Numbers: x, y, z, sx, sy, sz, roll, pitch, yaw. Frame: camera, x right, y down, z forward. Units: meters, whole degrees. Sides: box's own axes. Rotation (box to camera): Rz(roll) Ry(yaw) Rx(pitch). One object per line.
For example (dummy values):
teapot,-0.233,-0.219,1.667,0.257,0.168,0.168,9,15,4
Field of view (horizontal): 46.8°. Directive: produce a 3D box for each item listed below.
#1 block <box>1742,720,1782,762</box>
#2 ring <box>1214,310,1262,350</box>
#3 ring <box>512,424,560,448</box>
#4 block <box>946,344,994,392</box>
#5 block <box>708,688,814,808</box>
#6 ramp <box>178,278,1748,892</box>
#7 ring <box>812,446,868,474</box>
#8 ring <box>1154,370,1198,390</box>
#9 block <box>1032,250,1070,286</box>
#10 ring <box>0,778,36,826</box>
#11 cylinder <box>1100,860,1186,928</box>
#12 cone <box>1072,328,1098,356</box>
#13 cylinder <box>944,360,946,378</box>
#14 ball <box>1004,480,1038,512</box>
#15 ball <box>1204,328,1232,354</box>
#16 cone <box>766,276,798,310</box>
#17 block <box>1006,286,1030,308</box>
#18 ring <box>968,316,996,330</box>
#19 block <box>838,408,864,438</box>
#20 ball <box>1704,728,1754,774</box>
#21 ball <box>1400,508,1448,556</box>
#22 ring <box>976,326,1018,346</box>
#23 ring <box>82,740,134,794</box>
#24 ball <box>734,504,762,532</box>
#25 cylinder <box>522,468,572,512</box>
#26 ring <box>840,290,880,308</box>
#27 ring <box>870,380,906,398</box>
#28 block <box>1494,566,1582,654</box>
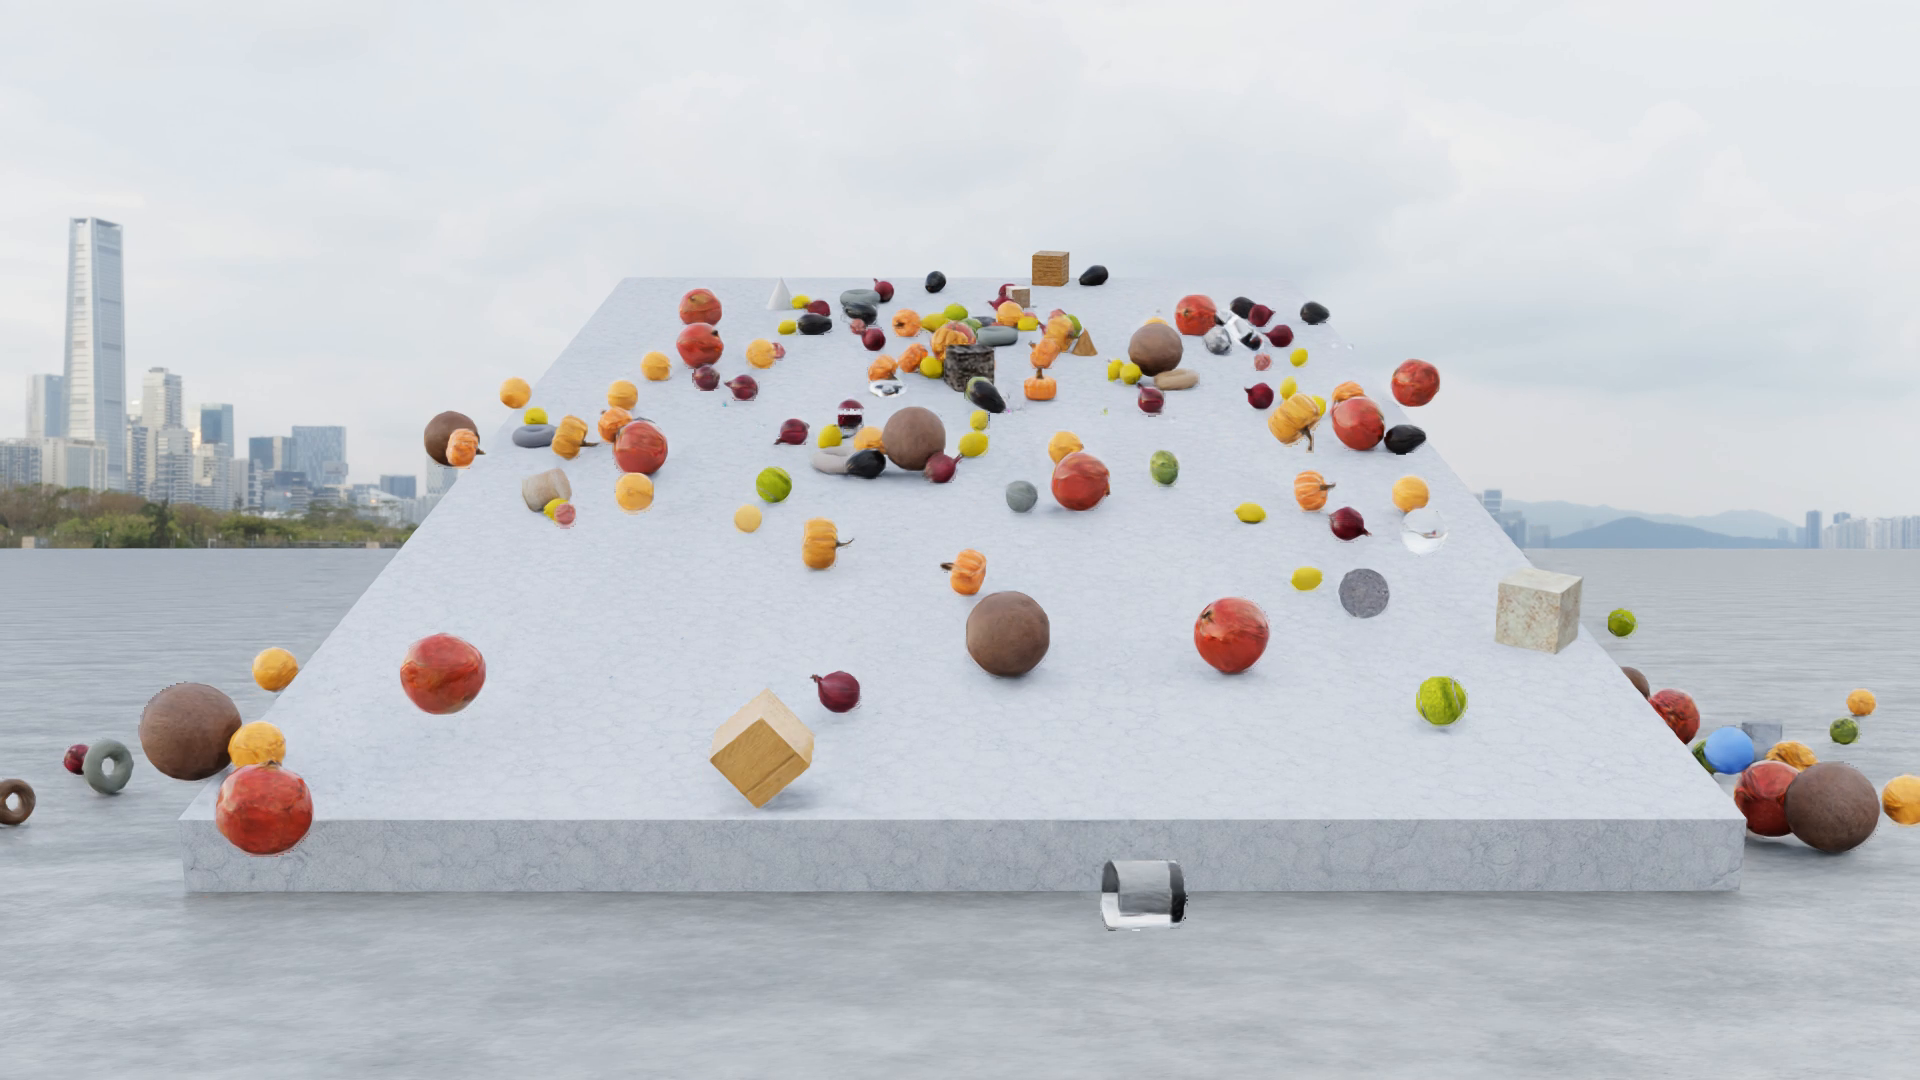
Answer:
block,1.654,0.415,4.571,0.077,0.077,0.077,0,0,22
ring,0.706,-0.532,5.618,0.143,0.048,0.143,37,4,-3
ring,-0.897,-0.220,4.692,0.103,0.034,0.103,-1,17,0
block,0.023,-0.405,5.214,0.092,0.092,0.092,-5,17,-17
block,-0.255,0.269,2.864,0.092,0.092,0.092,-39,15,13
ramp,-0.003,-0.168,4.755,2.000,0.100,4.000,0,17,0
ring,-0.244,-0.161,4.491,0.112,0.037,0.112,1,17,0
ring,0.507,-0.376,5.212,0.106,0.035,0.106,-5,15,1
block,0.268,-0.802,6.548,0.090,0.090,0.090,5,17,17
ring,-1.503,0.415,3.516,0.025,0.075,0.075,-3,-2,36
cylinder,0.210,0.407,2.547,0.077,0.077,0.077,1,0,-13
cone,0.315,-0.502,5.581,0.068,0.068,0.068,0,17,0
cylinder,-0.006,-0.408,5.288,0.054,0.054,0.054,0,0,-20
ball,0.116,-0.083,4.187,0.062,0.062,0.062,0,0,0
ball,0.650,-0.502,5.585,0.067,0.067,0.067,0,0,0
cone,-0.498,-0.691,6.174,0.090,0.090,0.090,0,17,0
block,0.162,-0.680,6.199,0.054,0.054,0.054,-5,17,-16
ring,0.061,-0.579,5.910,0.077,0.026,0.077,3,19,-1
block,-0.235,-0.250,4.762,0.052,0.052,0.052,1,17,2
ball,1.054,0.289,3.035,0.065,0.065,0.065,0,0,0
ball,0.738,-0.014,3.527,0.075,0.075,0.075,0,0,0
ring,0.095,-0.526,5.713,0.114,0.038,0.114,-1,16,0
ring,-1.520,0.404,3.956,0.032,0.097,0.097,-4,-2,32
ball,-0.388,-0.039,4.057,0.051,0.051,0.051,0,0,0
cylinder,-0.780,-0.095,4.177,0.068,0.068,0.068,-17,-5,15
ring,-0.280,-0.678,6.219,0.115,0.038,0.115,0,18,0
ring,-0.167,-0.352,5.146,0.087,0.029,0.087,1,18,0
block,0.908,0.110,3.479,0.099,0.099,0.099,11,20,33
